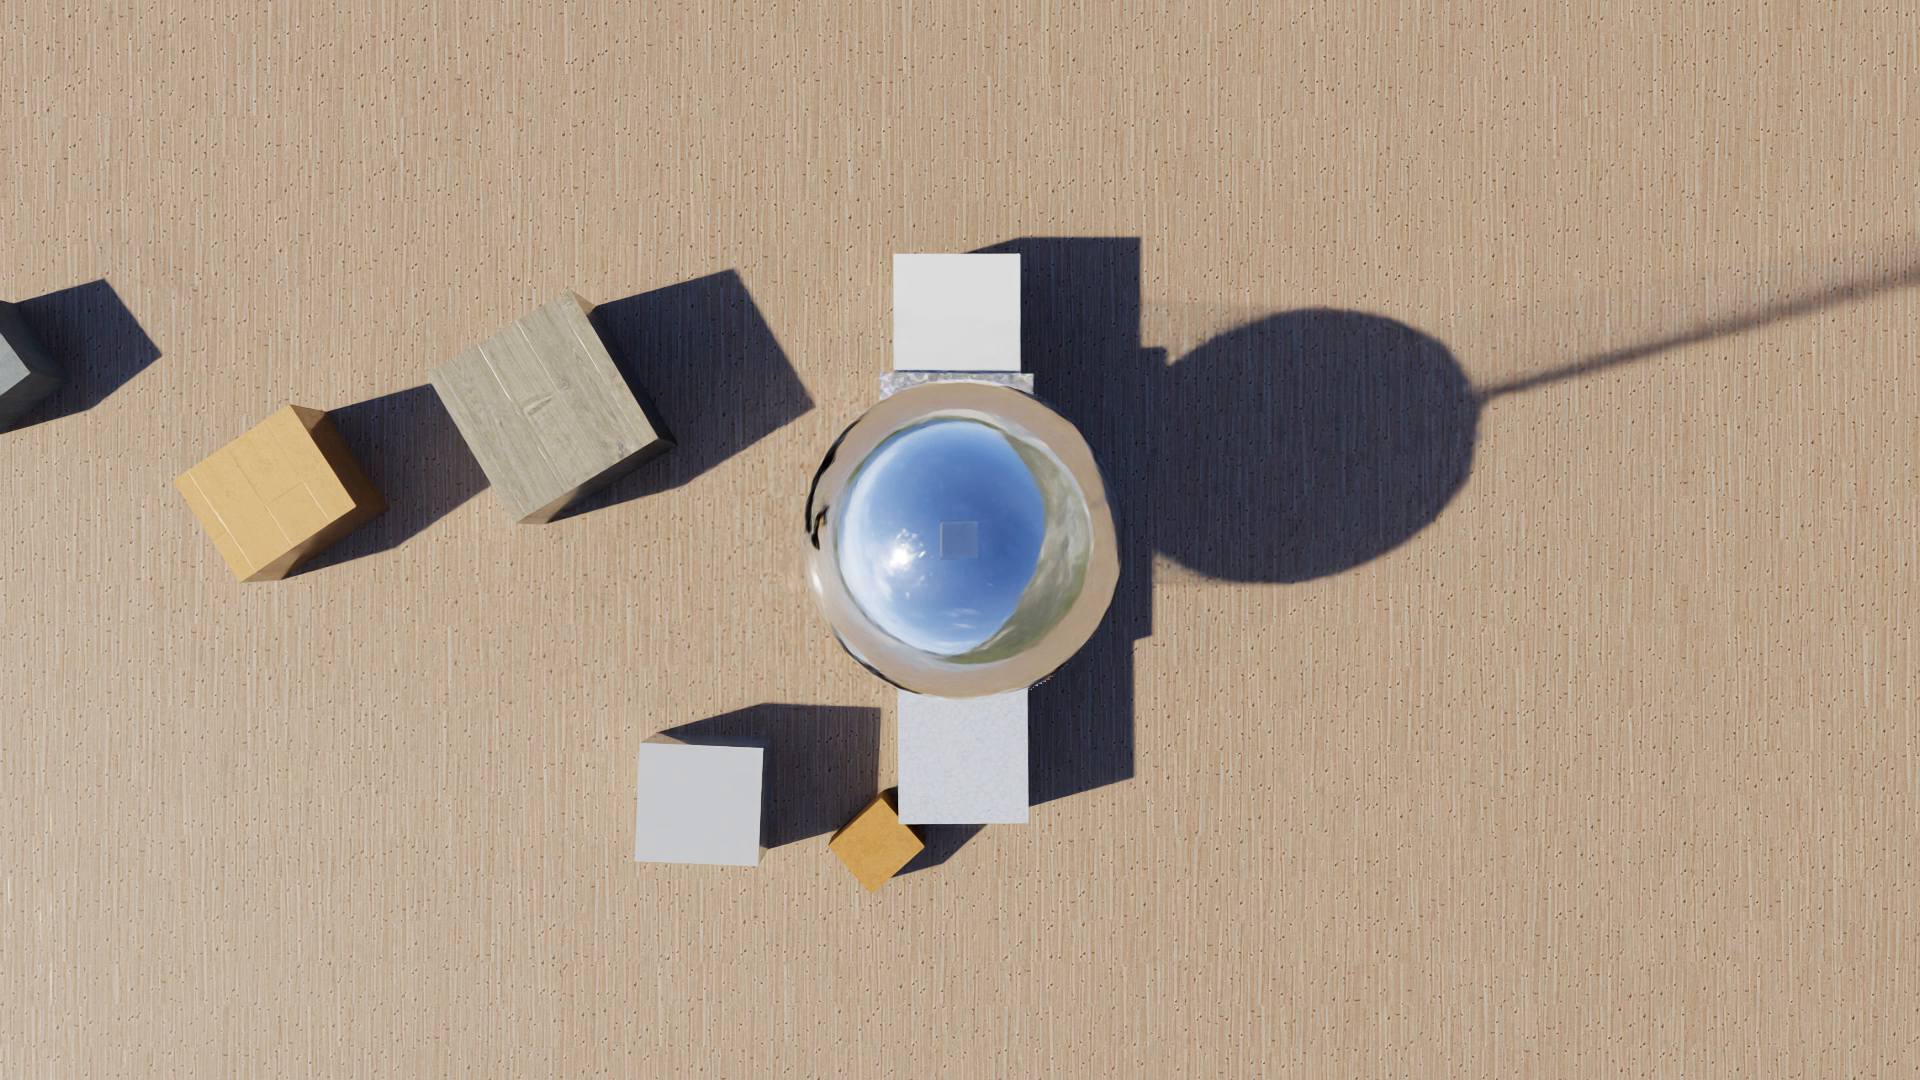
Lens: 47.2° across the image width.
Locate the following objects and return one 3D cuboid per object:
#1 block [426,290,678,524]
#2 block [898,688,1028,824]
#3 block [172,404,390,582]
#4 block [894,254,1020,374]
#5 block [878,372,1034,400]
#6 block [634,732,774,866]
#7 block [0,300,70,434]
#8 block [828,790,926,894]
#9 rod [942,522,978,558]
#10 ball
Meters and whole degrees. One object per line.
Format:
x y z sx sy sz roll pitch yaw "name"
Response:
-2.305 -0.738 12.566 0.923 0.867 0.956 -31 90 0 "block"
0.017 1.185 12.654 0.727 0.692 0.807 0 90 0 "block"
-3.883 -0.260 12.638 0.779 0.725 0.683 -33 90 0 "block"
-0.017 -1.258 12.610 0.703 0.781 0.665 0 90 0 "block"
-0.024 -0.514 12.565 0.852 0.870 0.813 0 90 0 "block"
-1.462 1.482 12.660 0.692 0.681 0.663 2 90 0 "block"
-5.639 -1.010 12.713 0.537 0.574 0.571 -37 90 0 "block"
-0.478 1.750 12.783 0.410 0.433 0.374 -42 90 0 "block"
0.004 0.000 7.487 0.080 5.200 0.080 0 90 0 "rod"
0.010 0.000 10.887 1.600 1.600 1.600 0 90 0 "ball"
